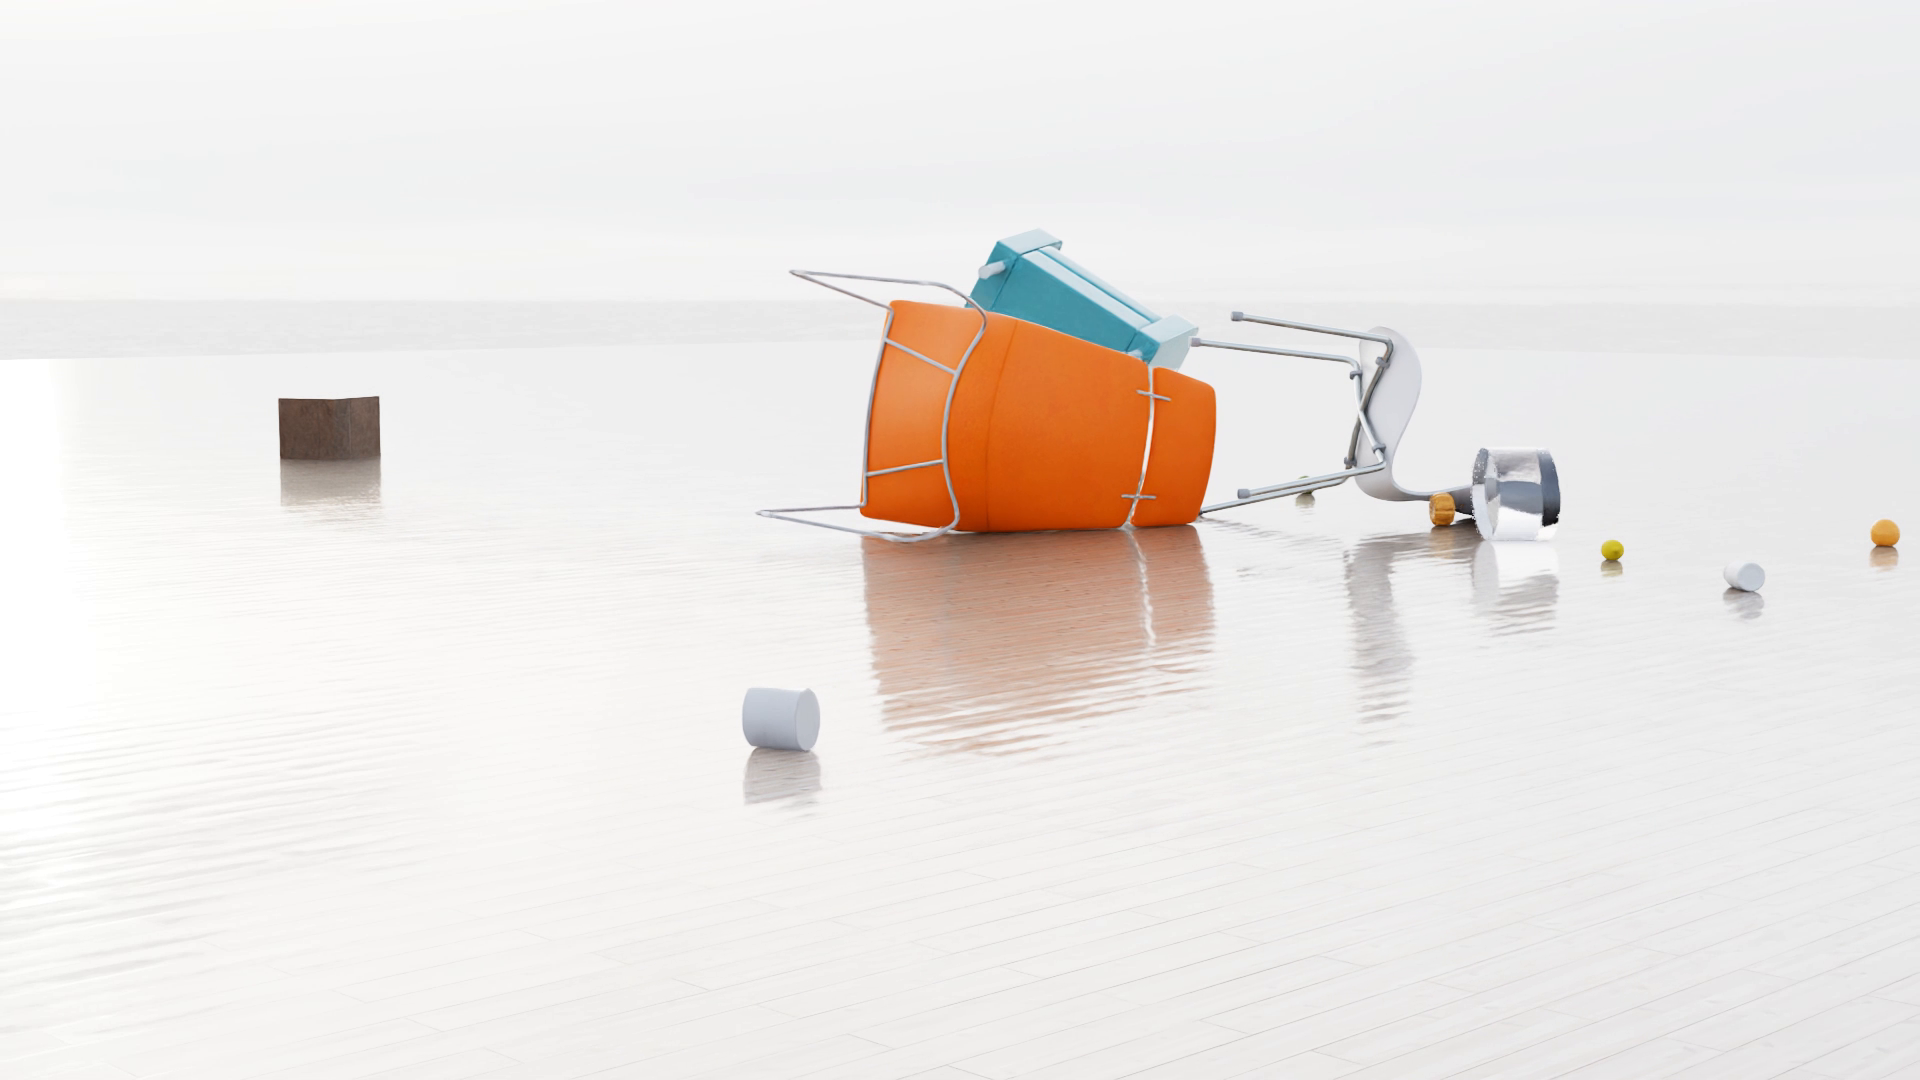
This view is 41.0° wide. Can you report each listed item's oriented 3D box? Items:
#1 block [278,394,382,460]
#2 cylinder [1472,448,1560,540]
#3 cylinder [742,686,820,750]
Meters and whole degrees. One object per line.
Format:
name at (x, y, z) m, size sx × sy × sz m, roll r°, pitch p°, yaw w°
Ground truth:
block at (-2.289, -0.411, 9.324) m, size 0.238 × 0.220 × 0.284 m, roll 2°, pitch 6°, yaw 22°
cylinder at (1.389, -0.115, 6.416) m, size 0.151 × 0.219 × 0.260 m, roll 0°, pitch 34°, yaw -4°
cylinder at (-0.249, 0.248, 3.576) m, size 0.082 × 0.090 × 0.080 m, roll 2°, pitch 38°, yaw 22°
